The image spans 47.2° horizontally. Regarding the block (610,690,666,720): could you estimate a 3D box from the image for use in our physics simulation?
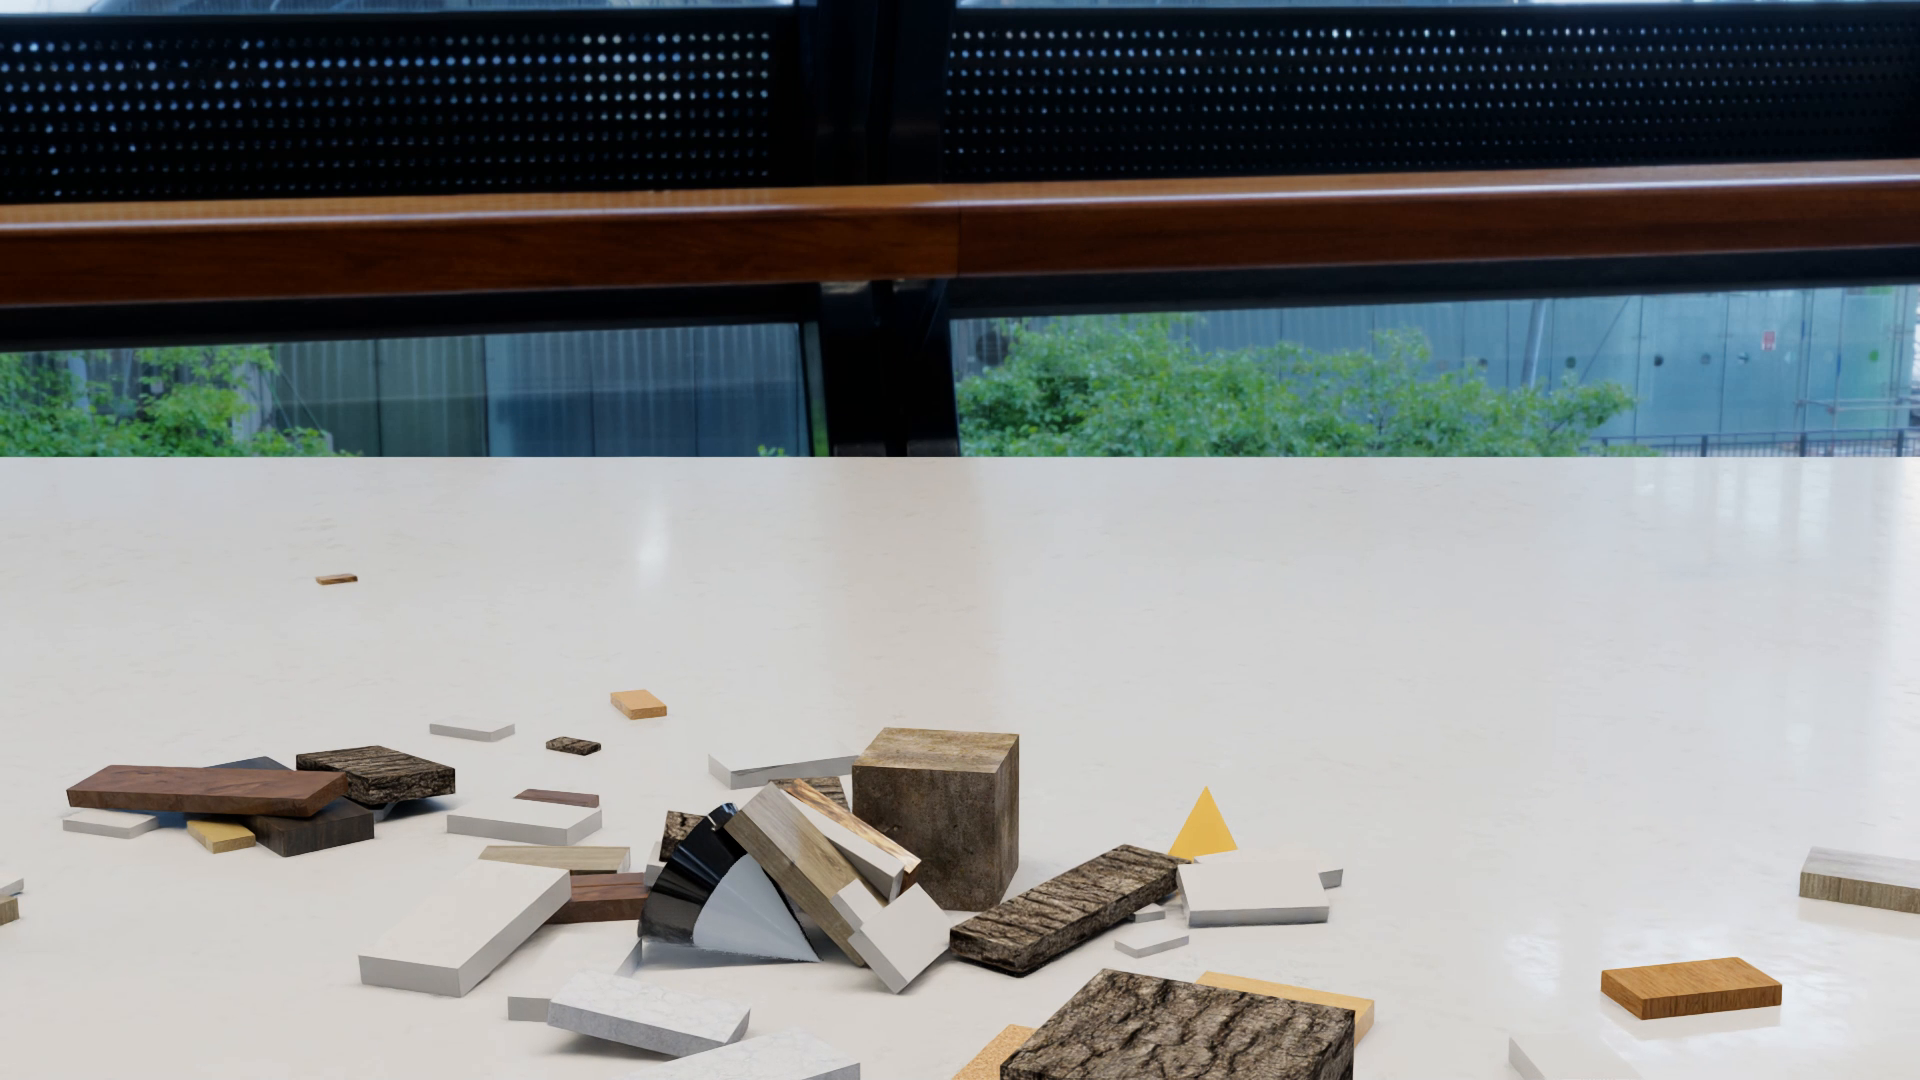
[{"bbox_3d":[-0.708,0.361,4.838,0.081,0.023,0.161,-5,12,-24],"label":"block"}]

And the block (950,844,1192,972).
[{"bbox_3d":[0.185,0.583,3.519,0.134,0.038,0.487,9,15,36],"label":"block"}]

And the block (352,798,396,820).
[{"bbox_3d":[-1.103,0.494,4.127,0.074,0.021,0.148,0,11,-1],"label":"block"}]

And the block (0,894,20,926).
[{"bbox_3d":[-1.658,0.593,3.554,0.248,0.035,0.124,6,12,28],"label":"block"}]

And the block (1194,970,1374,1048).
[{"bbox_3d":[0.448,0.672,3.129,0.253,0.036,0.126,5,12,26],"label":"block"}]

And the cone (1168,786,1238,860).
[{"bbox_3d":[0.422,0.493,3.782,0.149,0.149,0.149,0,11,0],"label":"cone"}]

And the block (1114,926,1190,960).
[{"bbox_3d":[0.299,0.627,3.429,0.107,0.015,0.054,-8,13,-35],"label":"block"}]

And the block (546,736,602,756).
[{"bbox_3d":[-0.795,0.424,4.525,0.104,0.015,0.052,6,12,30],"label":"block"}]

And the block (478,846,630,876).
[{"bbox_3d":[-0.696,0.558,3.746,0.248,0.035,0.124,0,11,2],"label":"block"}]

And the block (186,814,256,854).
[{"bbox_3d":[-1.327,0.527,3.949,0.075,0.021,0.150,-7,13,-35],"label":"block"}]

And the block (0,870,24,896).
[{"bbox_3d":[-1.646,0.566,3.665,0.150,0.021,0.075,13,20,22],"label":"block"}]

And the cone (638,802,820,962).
[{"bbox_3d":[-0.318,0.582,3.397,0.255,0.255,0.255,31,20,15],"label":"cone"}]

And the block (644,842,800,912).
[{"bbox_3d":[-0.387,0.554,3.630,0.255,0.036,0.127,10,9,-3],"label":"block"}]

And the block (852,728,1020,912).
[{"bbox_3d":[-0.037,0.465,3.691,0.237,0.237,0.237,2,11,11],"label":"block"}]

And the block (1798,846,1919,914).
[{"bbox_3d":[1.579,0.573,3.641,0.337,0.043,0.152,5,12,27],"label":"block"}]

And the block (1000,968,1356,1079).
[{"bbox_3d":[0.239,0.678,2.380,0.298,0.298,0.298,5,12,24],"label":"block"}]

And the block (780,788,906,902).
[{"bbox_3d":[-0.206,0.509,3.527,0.244,0.122,0.035,28,43,18],"label":"block"}]

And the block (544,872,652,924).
[{"bbox_3d":[-0.573,0.585,3.599,0.255,0.036,0.127,-2,11,-9],"label":"block"}]

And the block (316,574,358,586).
[{"bbox_3d":[-1.760,0.111,6.211,0.104,0.015,0.052,-7,13,-34],"label":"block"}]

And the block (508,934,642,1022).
[{"bbox_3d":[-0.567,0.648,3.259,0.127,0.036,0.255,1,11,7],"label":"block"}]

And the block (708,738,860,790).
[{"bbox_3d":[-0.349,0.443,4.357,0.268,0.038,0.134,-5,12,-25],"label":"block"}]

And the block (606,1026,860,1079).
[{"bbox_3d":[-0.298,0.715,2.877,0.303,0.043,0.152,-8,13,-36],"label":"block"}]

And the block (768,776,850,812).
[{"bbox_3d":[-0.278,0.497,4.068,0.134,0.038,0.268,-2,11,-8],"label":"block"}]

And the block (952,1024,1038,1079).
[{"bbox_3d":[0.075,0.709,2.942,0.108,0.030,0.215,5,11,24],"label":"block"}]

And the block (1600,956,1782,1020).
[{"bbox_3d":[1.071,0.656,3.224,0.227,0.032,0.113,-3,11,-14],"label":"block"}]

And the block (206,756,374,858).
[{"bbox_3d":[-1.271,0.490,4.078,0.170,0.048,0.477,-9,14,-39],"label":"block"}]

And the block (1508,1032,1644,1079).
[{"bbox_3d":[0.826,0.716,2.890,0.126,0.036,0.253,-1,11,-6],"label":"block"}]

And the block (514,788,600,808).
[{"bbox_3d":[-0.762,0.493,4.132,0.148,0.021,0.074,3,11,16],"label":"block"}]

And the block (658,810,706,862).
[{"bbox_3d":[-0.346,0.515,3.667,0.299,0.042,0.149,10,9,-6],"label":"block"}]

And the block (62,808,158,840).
[{"bbox_3d":[-1.548,0.516,4.007,0.150,0.021,0.075,4,11,20],"label":"block"}]

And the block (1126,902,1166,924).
[{"bbox_3d":[0.285,0.597,3.588,0.054,0.015,0.107,-5,11,-23],"label":"block"}]

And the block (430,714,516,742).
[{"bbox_3d":[-1.029,0.398,4.642,0.161,0.023,0.081,5,12,26],"label":"block"}]

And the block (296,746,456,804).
[{"bbox_3d":[-1.119,0.446,4.200,0.170,0.048,0.339,-4,5,-39],"label":"block"}]

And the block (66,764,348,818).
[{"bbox_3d":[-1.384,0.459,4.037,0.533,0.035,0.122,-1,17,20],"label":"block"}]

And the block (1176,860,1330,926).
[{"bbox_3d":[0.473,0.572,3.569,0.227,0.032,0.113,-1,32,-6],"label":"block"}]

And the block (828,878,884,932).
[{"bbox_3d":[-0.130,0.588,3.352,0.148,0.021,0.074,48,22,8],"label":"block"}]

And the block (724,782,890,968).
[{"bbox_3d":[-0.226,0.516,3.414,0.299,0.042,0.149,46,17,2],"label":"block"}]

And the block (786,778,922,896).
[{"bbox_3d":[-0.184,0.498,3.553,0.244,0.122,0.035,32,44,15],"label":"block"}]

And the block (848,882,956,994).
[{"bbox_3d":[-0.081,0.603,3.339,0.108,0.030,0.215,47,23,8],"label":"block"}]

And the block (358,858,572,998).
[{"bbox_3d":[-0.759,0.595,3.399,0.170,0.048,0.339,4,18,18],"label":"block"}]

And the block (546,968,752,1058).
[{"bbox_3d":[-0.432,0.663,3.065,0.253,0.036,0.126,11,12,8],"label":"block"}]

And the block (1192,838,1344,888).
[{"bbox_3d":[0.517,0.558,3.702,0.227,0.032,0.113,-5,22,-25],"label":"block"}]

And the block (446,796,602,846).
[{"bbox_3d":[-0.791,0.511,3.999,0.248,0.035,0.124,4,11,20],"label":"block"}]
